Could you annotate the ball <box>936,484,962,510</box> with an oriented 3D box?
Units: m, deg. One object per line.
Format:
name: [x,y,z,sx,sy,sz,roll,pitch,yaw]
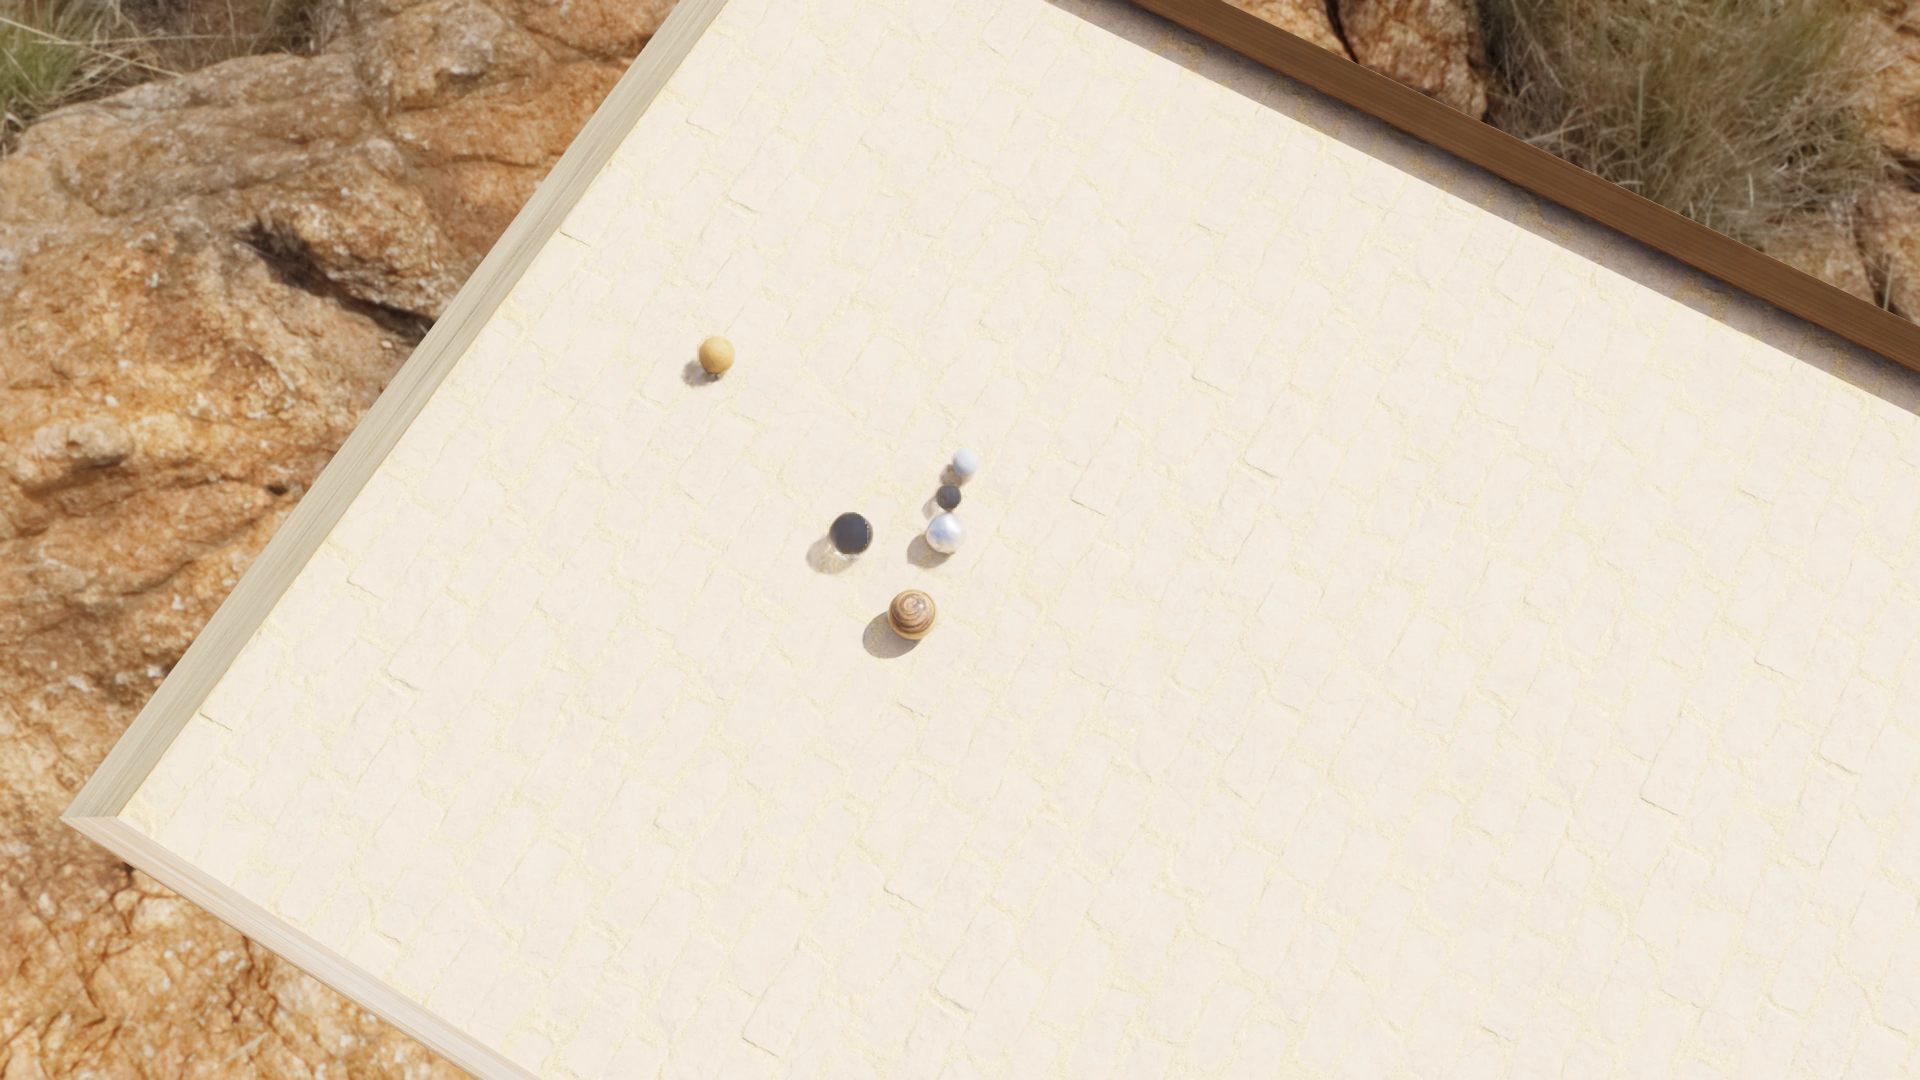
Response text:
ball: [-0.018,-0.069,3.549,0.044,0.044,0.044,0,67,0]

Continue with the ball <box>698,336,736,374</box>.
ball: [-0.402,-0.307,3.639,0.062,0.062,0.062,0,67,0]

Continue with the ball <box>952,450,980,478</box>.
ball: [0.010,-0.123,3.571,0.045,0.045,0.045,0,67,0]

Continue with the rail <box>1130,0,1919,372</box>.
rail: [1.324,-0.431,3.667,3.665,0.103,0.045,28,70,11]

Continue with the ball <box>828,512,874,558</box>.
ball: [-0.173,-0.009,3.508,0.073,0.073,0.073,0,67,0]

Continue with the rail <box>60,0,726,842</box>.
rail: [-0.773,-0.421,3.663,0.045,0.103,2.166,28,70,11]

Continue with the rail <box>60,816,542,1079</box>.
rail: [0.262,1.261,2.959,3.665,0.103,0.045,28,70,11]

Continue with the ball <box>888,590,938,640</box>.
ball: [-0.074,0.117,3.452,0.080,0.080,0.080,0,67,0]

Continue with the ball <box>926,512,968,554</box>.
ball: [-0.021,-0.011,3.513,0.065,0.065,0.065,0,67,0]
